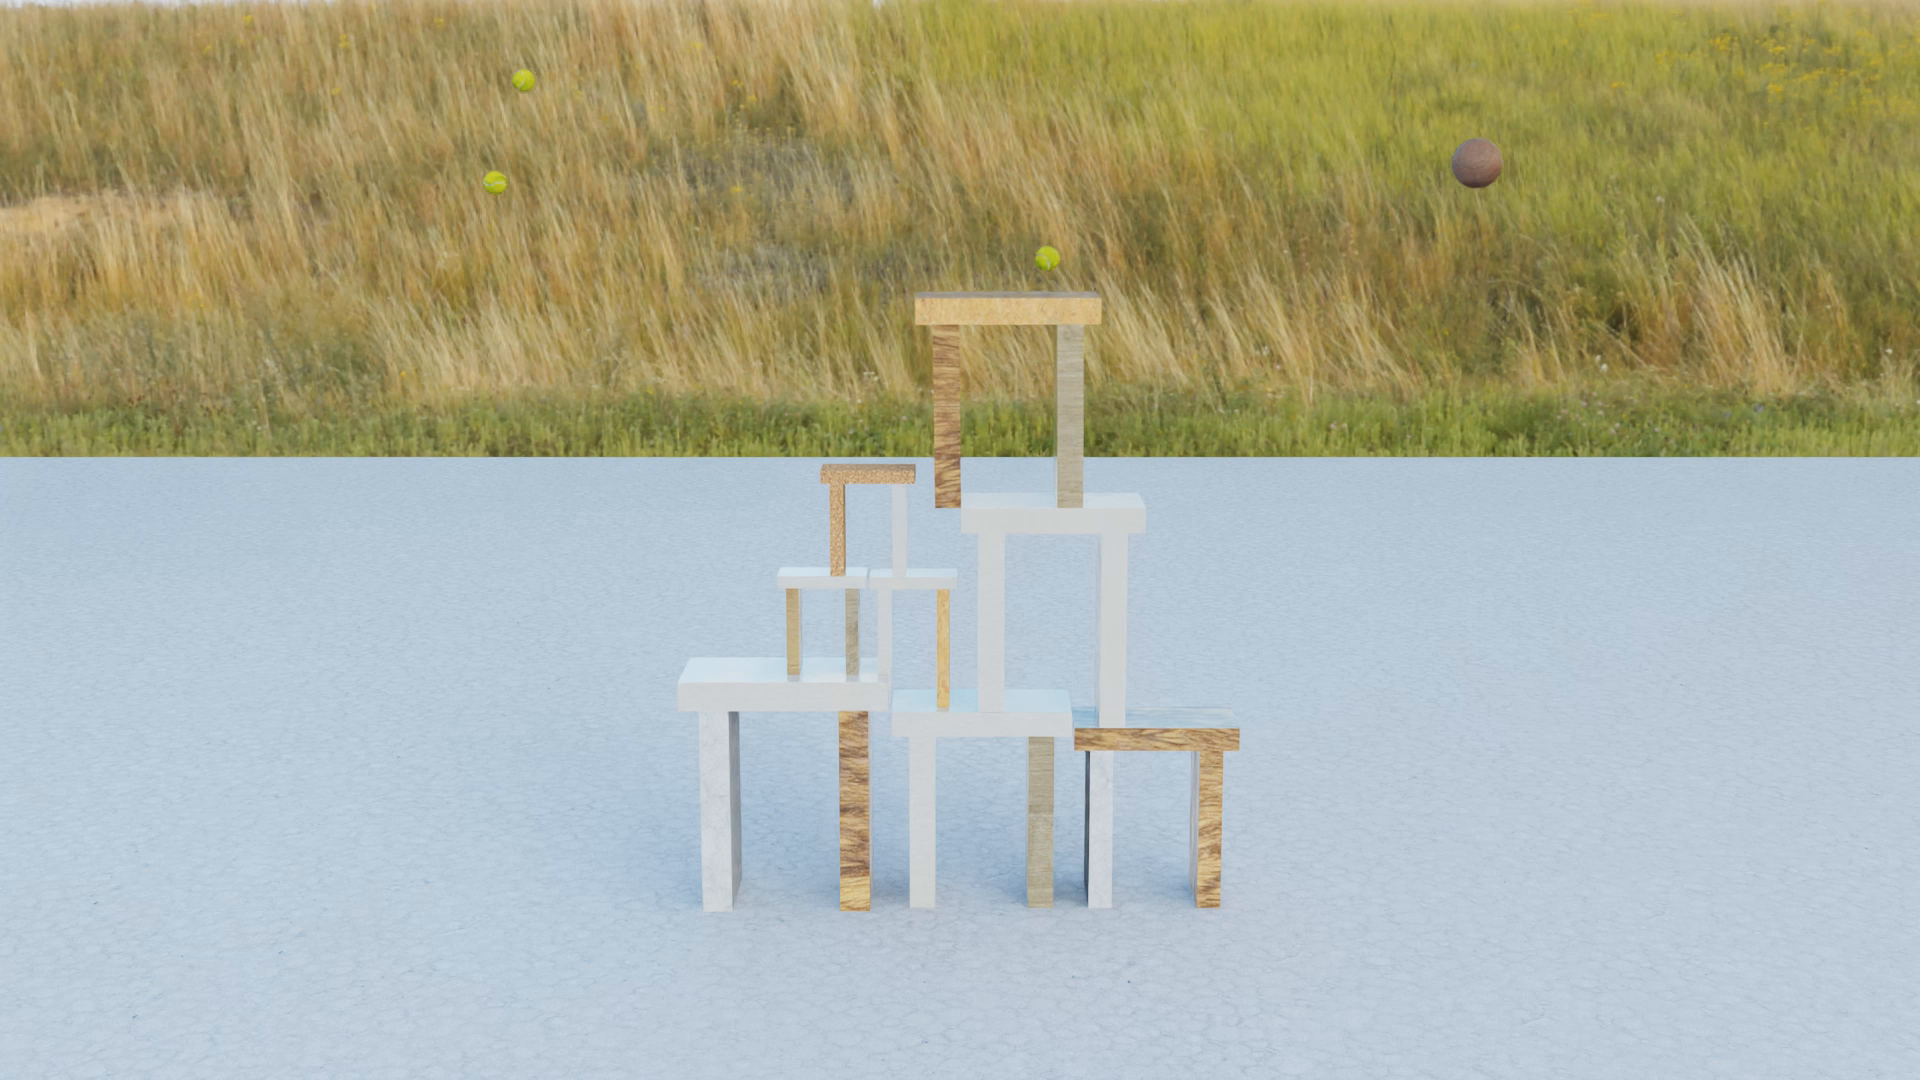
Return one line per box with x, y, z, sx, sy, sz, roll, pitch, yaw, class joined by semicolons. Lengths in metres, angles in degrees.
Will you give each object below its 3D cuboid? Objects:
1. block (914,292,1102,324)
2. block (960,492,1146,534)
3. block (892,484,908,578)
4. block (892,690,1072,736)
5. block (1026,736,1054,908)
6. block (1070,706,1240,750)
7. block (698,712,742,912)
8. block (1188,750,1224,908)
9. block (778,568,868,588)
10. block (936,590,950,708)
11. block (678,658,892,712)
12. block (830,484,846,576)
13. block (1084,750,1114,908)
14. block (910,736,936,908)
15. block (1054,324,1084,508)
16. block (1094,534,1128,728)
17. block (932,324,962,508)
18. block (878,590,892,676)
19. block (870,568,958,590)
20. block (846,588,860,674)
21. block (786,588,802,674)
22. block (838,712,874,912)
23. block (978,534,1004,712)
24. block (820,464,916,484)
0.075;-0.369;3.492;0.290;0.041;0.145;0;11;0;block
0.148;-0.044;3.555;0.292;0.041;0.146;0;11;0;block
-0.097;-0.022;3.555;0.021;0.151;0.075;0;11;0;block
0.035;0.284;3.616;0.290;0.041;0.145;0;11;0;block
0.132;0.447;3.646;0.041;0.290;0.145;0;11;0;block
0.318;0.310;3.615;0.266;0.038;0.133;0;11;0;block
-0.395;0.425;3.638;0.048;0.337;0.168;0;11;0;block
0.407;0.459;3.643;0.038;0.266;0.133;0;11;0;block
-0.222;0.061;3.571;0.143;0.020;0.072;0;11;0;block
-0.027;0.169;3.589;0.020;0.196;0.071;0;11;0;block
-0.283;0.236;3.603;0.337;0.048;0.168;0;11;0;block
-0.198;-0.022;3.555;0.021;0.150;0.075;0;11;0;block
0.229;0.459;3.643;0.038;0.266;0.133;0;11;0;block
-0.062;0.447;3.646;0.041;0.290;0.145;0;11;0;block
0.173;-0.206;3.522;0.041;0.290;0.145;0;11;0;block
0.245;0.133;3.588;0.041;0.319;0.146;0;11;0;block
-0.021;-0.206;3.522;0.041;0.290;0.145;-1;11;0;block
-0.122;0.143;3.584;0.020;0.142;0.071;0;10;0;block
-0.075;0.063;3.569;0.142;0.020;0.071;0;11;0;block
-0.175;0.142;3.586;0.020;0.143;0.072;0;11;0;block
-0.270;0.142;3.586;0.020;0.143;0.072;0;11;0;block
-0.171;0.425;3.638;0.048;0.337;0.168;0;11;0;block
0.050;0.120;3.585;0.041;0.293;0.146;0;11;0;block
-0.147;-0.107;3.540;0.150;0.021;0.075;0;11;0;block
